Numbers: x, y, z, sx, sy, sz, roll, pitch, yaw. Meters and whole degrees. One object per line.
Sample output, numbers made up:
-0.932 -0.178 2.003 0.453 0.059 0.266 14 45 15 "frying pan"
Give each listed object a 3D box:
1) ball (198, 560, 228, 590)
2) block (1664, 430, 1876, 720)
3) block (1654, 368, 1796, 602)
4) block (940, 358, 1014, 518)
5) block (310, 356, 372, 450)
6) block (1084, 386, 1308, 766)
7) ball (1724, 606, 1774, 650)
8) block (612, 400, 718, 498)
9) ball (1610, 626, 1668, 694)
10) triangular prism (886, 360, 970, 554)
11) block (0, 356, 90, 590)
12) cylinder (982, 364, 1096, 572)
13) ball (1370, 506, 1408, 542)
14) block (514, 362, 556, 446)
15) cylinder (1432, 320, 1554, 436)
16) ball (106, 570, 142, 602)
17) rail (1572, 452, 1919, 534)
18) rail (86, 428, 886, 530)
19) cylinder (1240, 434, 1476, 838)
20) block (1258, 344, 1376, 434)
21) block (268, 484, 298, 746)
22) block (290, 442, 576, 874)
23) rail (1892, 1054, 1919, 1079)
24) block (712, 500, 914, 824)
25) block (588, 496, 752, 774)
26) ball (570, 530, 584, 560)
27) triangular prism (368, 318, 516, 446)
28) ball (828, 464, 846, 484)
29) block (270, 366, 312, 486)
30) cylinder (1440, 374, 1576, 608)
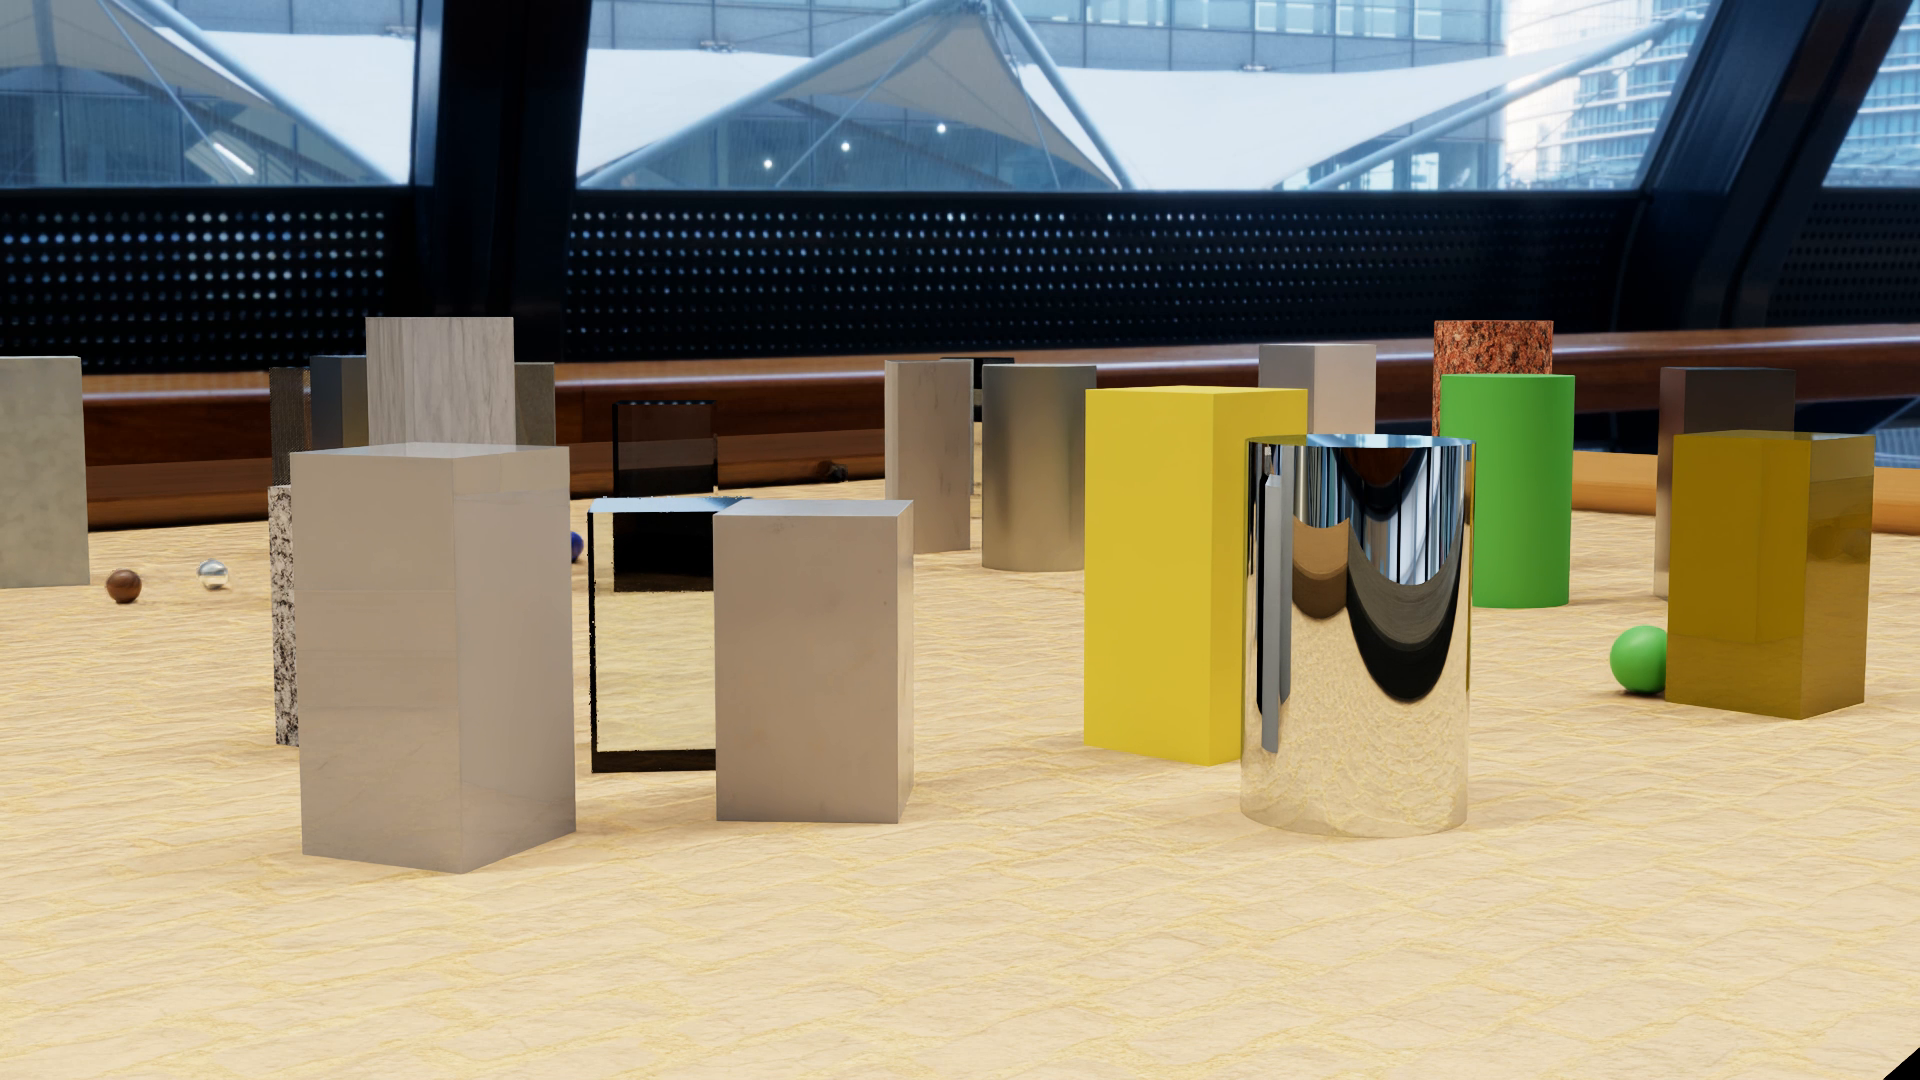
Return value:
-1.199 0.056 3.529 0.047 0.047 0.047 0 6 0 "ball"
0.919 0.033 2.498 0.160 0.306 0.160 -6 8 -44 "block"
1.166 -0.083 3.362 0.160 0.358 0.160 0 6 5 "block"
0.038 -0.225 4.798 0.160 0.343 0.160 0 6 1 "block"
-0.901 -0.097 3.415 0.160 0.376 0.160 -4 7 -33 "block"
0.240 0.029 2.250 0.160 0.365 0.160 6 8 43 "block"
1.038 0.116 2.893 0.060 0.060 0.060 0 6 0 "ball"
-0.482 -0.078 3.615 0.160 0.296 0.160 0 6 -4 "block"
0.799 0.140 2.560 0.081 0.081 0.081 0 6 0 "ball"
-0.094 -0.158 4.115 0.173 0.352 0.150 -4 7 -37 "triangular prism"
-1.526 -0.115 3.610 0.160 0.369 0.160 -3 7 -25 "block"
0.138 -0.130 3.845 0.200 0.351 0.200 0 6 0 "cylinder"
0.833 -0.032 4.273 0.069 0.069 0.069 0 6 0 "ball"
-0.768 -0.121 3.736 0.160 0.356 0.160 -1 6 -9 "block"
0.920 -0.165 3.815 0.200 0.428 0.200 0 6 0 "cylinder"
-1.280 0.071 3.366 0.051 0.051 0.051 0 6 0 "ball"
1.545 -0.114 4.750 0.045 0.130 4.065 -5 8 -42 "rail"
-1.362 -0.119 4.800 4.252 0.130 0.045 -5 8 -42 "rail"
0.351 0.078 1.946 0.200 0.332 0.200 0 6 0 "cylinder"
0.696 -0.192 4.302 0.160 0.380 0.160 -4 7 -34 "block"
-0.597 0.075 2.285 0.160 0.266 0.160 3 7 30 "block"
-0.435 0.090 1.832 0.160 0.331 0.160 3 6 24 "block"
1.362 0.187 1.863 4.252 0.130 0.045 -5 8 -42 "rail"
-0.128 0.105 1.987 0.160 0.270 0.160 0 6 4 "block"
-0.285 0.090 2.200 0.160 0.253 0.160 -1 6 -6 "block"
-0.699 0.011 3.925 0.055 0.055 0.055 0 6 0 "ball"
-0.643 -0.045 2.613 0.150 0.437 0.173 4 7 31 "triangular prism"
-0.319 -0.172 5.717 0.048 0.048 0.048 0 6 0 "ball"
-1.159 -0.148 4.069 0.160 0.342 0.160 5 8 42 "block"
0.839 -0.080 3.385 0.200 0.346 0.200 0 6 0 "cylinder"
